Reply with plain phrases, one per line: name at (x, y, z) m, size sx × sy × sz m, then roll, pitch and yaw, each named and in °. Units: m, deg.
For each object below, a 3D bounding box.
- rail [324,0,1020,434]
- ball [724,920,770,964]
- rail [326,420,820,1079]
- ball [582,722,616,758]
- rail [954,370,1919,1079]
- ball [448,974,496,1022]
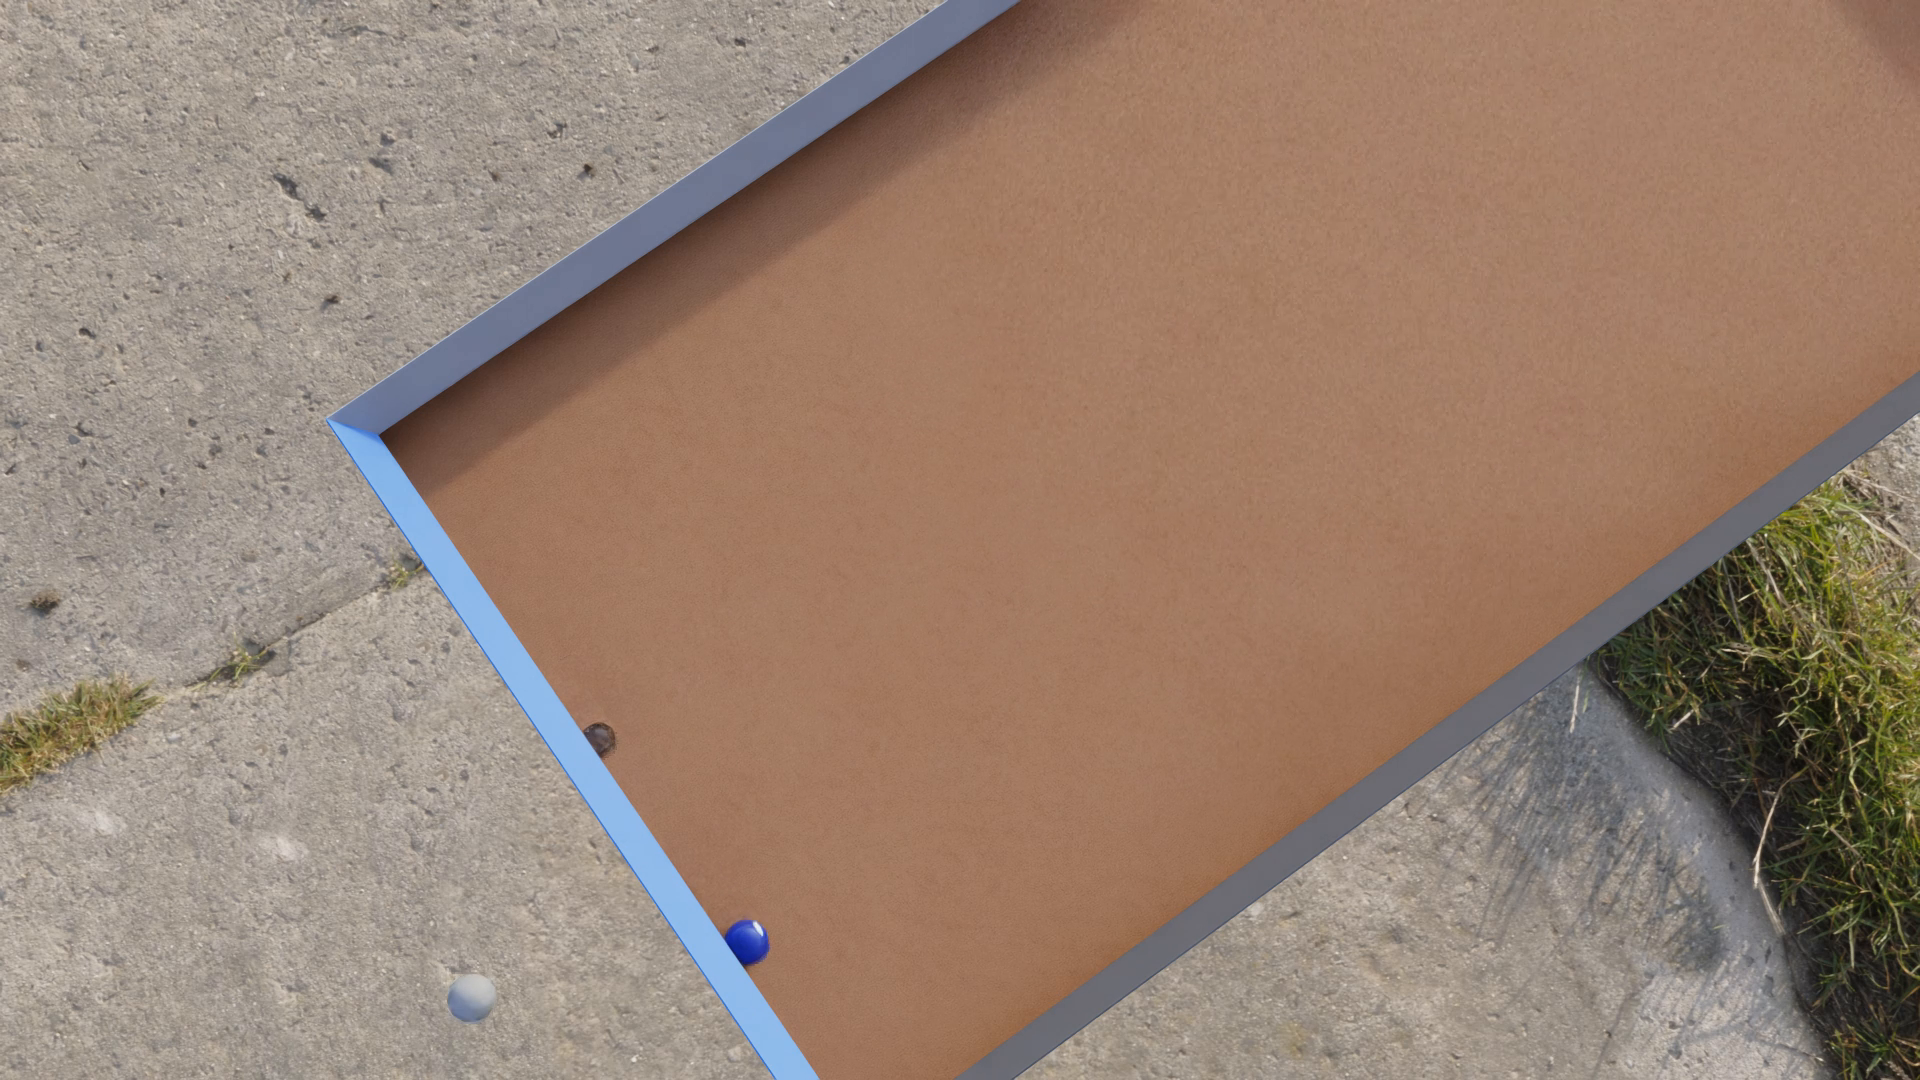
rail at (0.160, -0.910, 3.418) m, size 2.655 × 0.117 × 0.045 m, roll -35°, pitch 82°, yaw -6°
ball at (-0.309, 0.582, 3.184) m, size 0.065 × 0.065 × 0.065 m, roll 0°, pitch 80°, yaw 0°
rail at (-0.521, 0.361, 3.195) m, size 0.045 × 0.117 × 1.356 m, roll -35°, pitch 82°, yaw -6°
ball at (-0.533, 0.295, 3.241) m, size 0.052 × 0.052 × 0.052 m, roll 0°, pitch 80°, yaw 0°
rail at (0.920, 0.139, 3.234) m, size 2.655 × 0.117 × 0.045 m, roll -35°, pitch 82°, yaw -6°
ball at (-0.914, 0.858, 4.120) m, size 0.090 × 0.090 × 0.090 m, roll 0°, pitch 80°, yaw 0°
